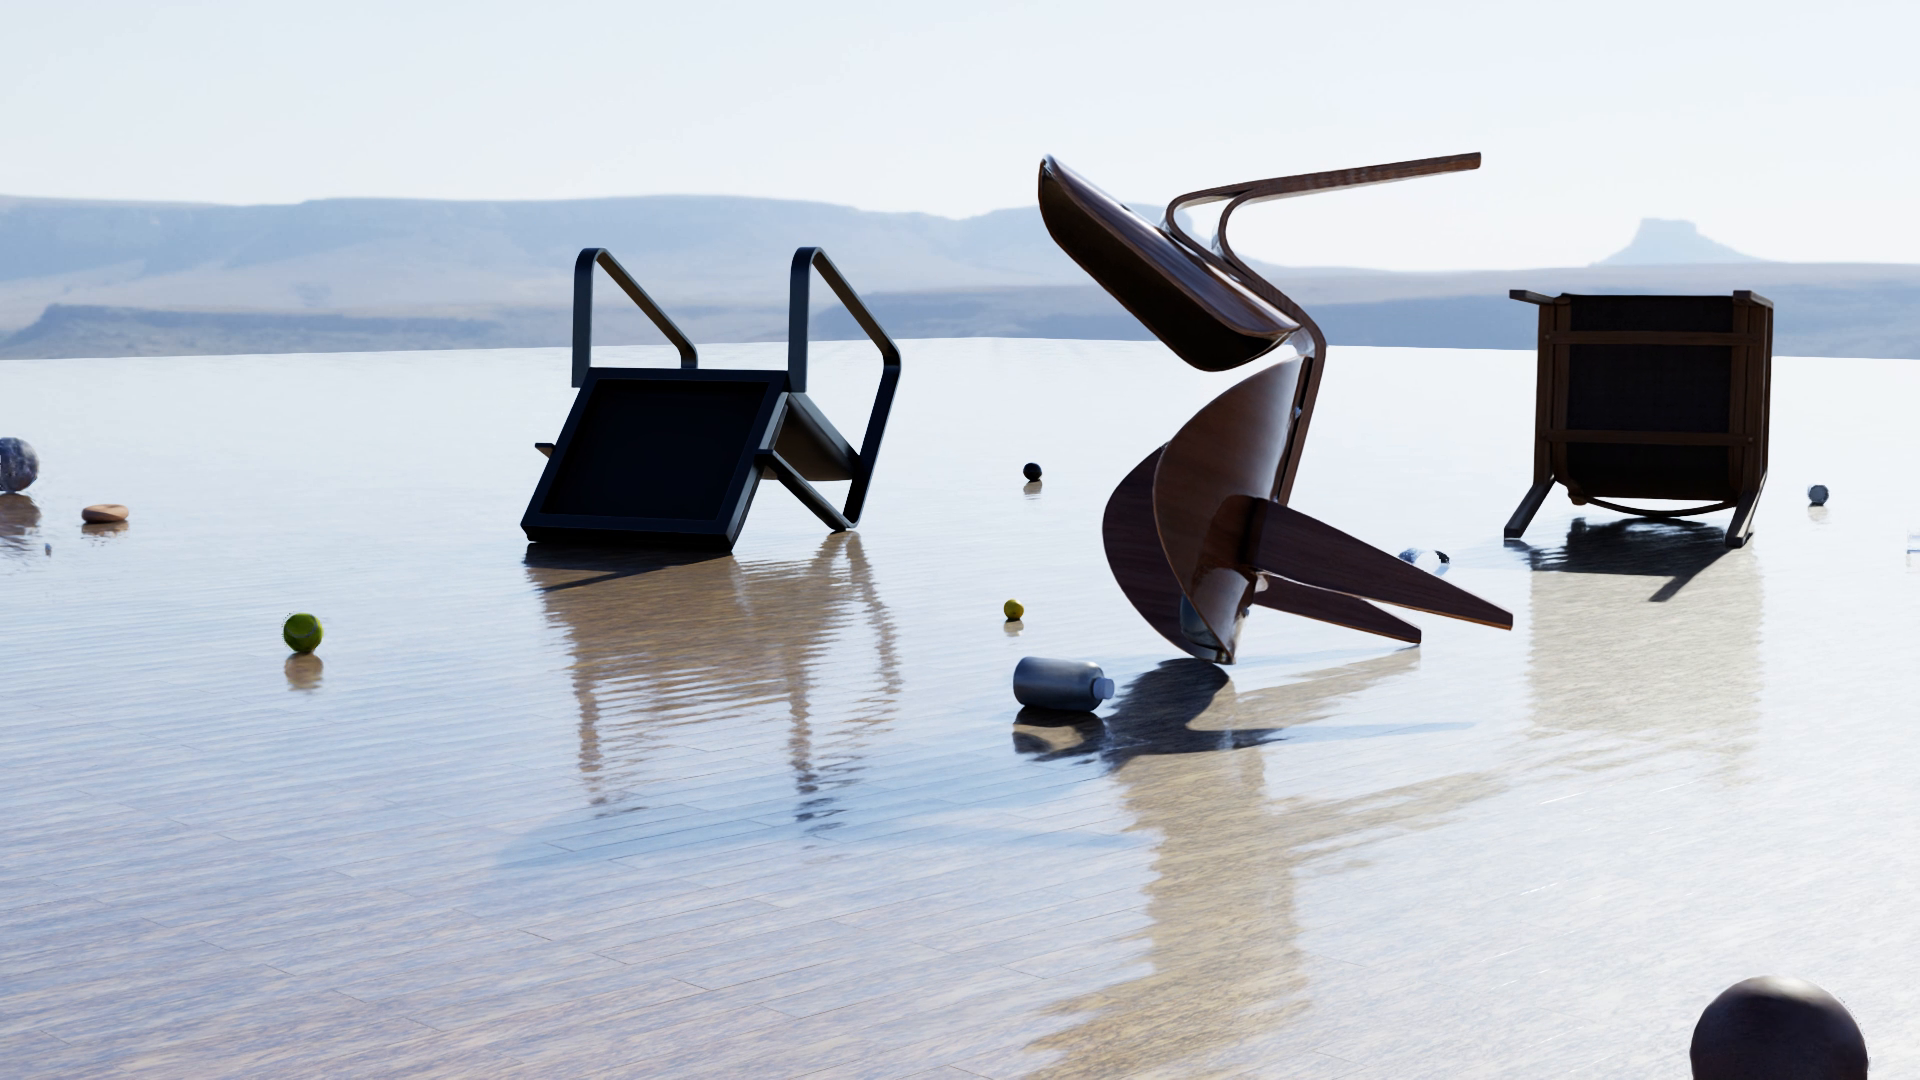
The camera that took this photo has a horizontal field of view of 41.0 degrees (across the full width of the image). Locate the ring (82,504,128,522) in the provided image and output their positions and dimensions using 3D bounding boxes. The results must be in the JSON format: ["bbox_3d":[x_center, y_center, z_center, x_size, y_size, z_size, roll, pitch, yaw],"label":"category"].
[{"bbox_3d":[-2.308,-0.072,6.929,0.115,0.038,0.185,1,6,0],"label":"ring"}]

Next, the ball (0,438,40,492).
[{"bbox_3d":[-2.887,-0.228,7.799,0.169,0.169,0.169,0,6,0],"label":"ball"}]

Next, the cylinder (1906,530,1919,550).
[{"bbox_3d":[2.316,0.000,6.182,0.056,0.047,0.091,1,6,13],"label":"cylinder"}]
